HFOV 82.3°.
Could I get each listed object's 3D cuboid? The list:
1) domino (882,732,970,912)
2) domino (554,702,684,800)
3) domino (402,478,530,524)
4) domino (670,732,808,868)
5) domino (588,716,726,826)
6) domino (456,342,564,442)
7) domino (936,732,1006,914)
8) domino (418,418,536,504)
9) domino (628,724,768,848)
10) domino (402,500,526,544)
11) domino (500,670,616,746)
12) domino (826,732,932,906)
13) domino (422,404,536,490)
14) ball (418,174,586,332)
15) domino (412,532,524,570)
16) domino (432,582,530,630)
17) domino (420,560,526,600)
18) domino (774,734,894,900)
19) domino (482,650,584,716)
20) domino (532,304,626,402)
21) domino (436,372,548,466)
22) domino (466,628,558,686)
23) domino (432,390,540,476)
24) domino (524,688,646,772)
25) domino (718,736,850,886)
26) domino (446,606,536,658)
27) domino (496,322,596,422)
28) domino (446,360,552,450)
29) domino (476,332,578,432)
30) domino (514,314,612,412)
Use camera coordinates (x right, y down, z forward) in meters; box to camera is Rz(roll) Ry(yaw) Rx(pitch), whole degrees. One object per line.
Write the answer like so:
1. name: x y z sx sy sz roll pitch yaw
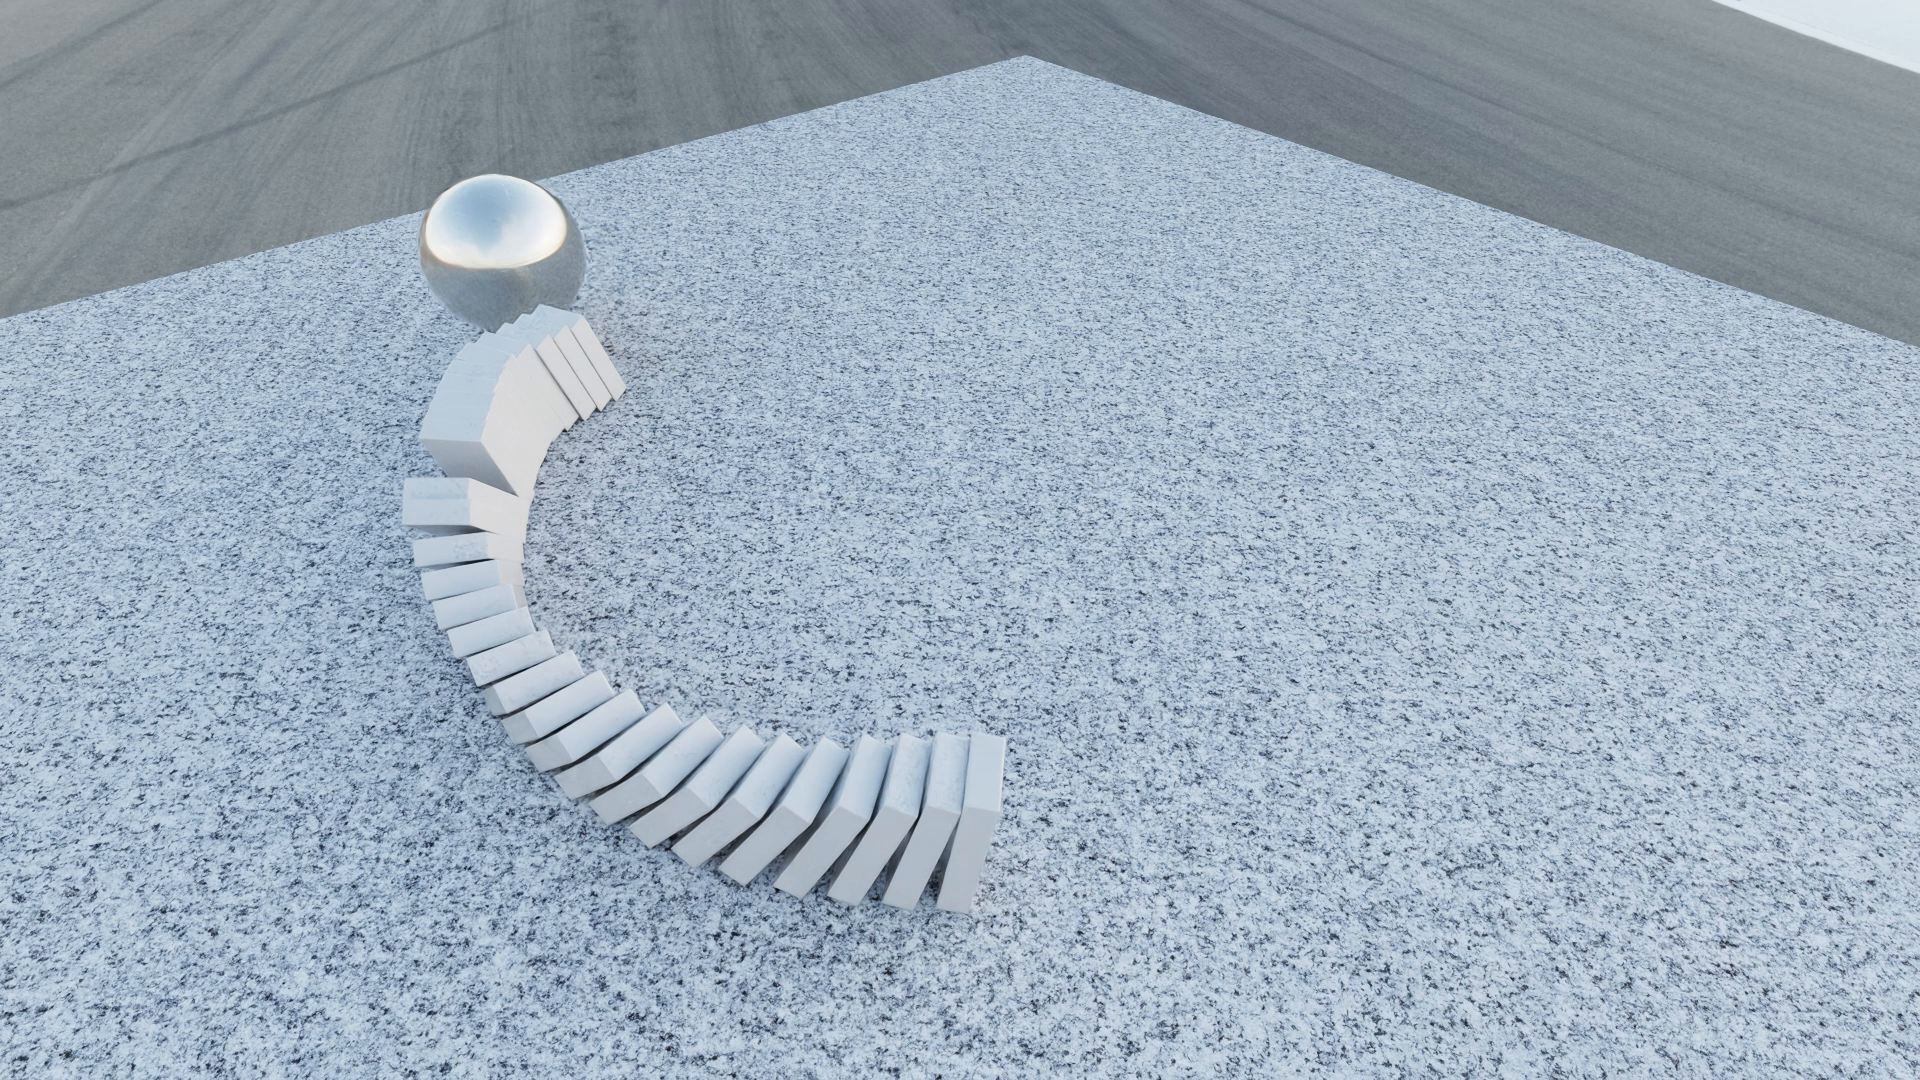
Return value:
1. domino: -0.010 0.080 0.313 0.009 0.050 0.025 16 39 -6
2. domino: -0.105 0.065 0.337 0.025 0.050 0.009 -39 96 -37
3. domino: -0.194 -0.015 0.434 0.025 0.050 0.009 0 82 4
4. domino: -0.065 0.077 0.321 0.009 0.050 0.025 42 45 -6
5. domino: -0.092 0.070 0.331 0.009 0.050 0.025 51 49 -6
6. domino: -0.200 -0.065 0.491 0.025 0.050 0.010 17 62 19
7. domino: 0.003 0.081 0.312 0.010 0.050 0.025 11 40 -2
8. domino: -0.196 -0.030 0.448 0.025 0.050 0.009 3 59 4
9. domino: -0.078 0.074 0.326 0.010 0.050 0.025 46 47 -6
10. domino: -0.190 -0.007 0.425 0.025 0.050 0.010 0 82 1
11. domino: -0.130 0.054 0.352 0.025 0.009 0.050 -30 4 -32
12. domino: -0.023 0.080 0.314 0.009 0.050 0.025 22 39 -8
13. domino: -0.198 -0.037 0.456 0.025 0.050 0.009 4 59 5
14. ball: -0.235 -0.147 0.567 0.080 0.080 0.080 0 39 0
15. domino: -0.183 0.005 0.413 0.025 0.010 0.050 -7 -2 -9
16. domino: -0.169 0.024 0.391 0.025 0.010 0.050 -15 1 -18
17. domino: -0.177 0.015 0.402 0.025 0.010 0.050 -11 0 -13
18. domino: -0.037 0.080 0.315 0.009 0.050 0.025 28 40 -9
19. domino: -0.141 0.047 0.361 0.025 0.009 0.050 -26 3 -29
20. domino: -0.179 -0.087 0.518 0.025 0.050 0.009 17 62 19
21. domino: -0.200 -0.051 0.473 0.025 0.050 0.009 8 59 10
22. domino: -0.151 0.040 0.370 0.025 0.009 0.050 -22 2 -25
23. domino: -0.199 -0.043 0.464 0.025 0.050 0.009 4 59 5
24. domino: -0.118 0.060 0.344 0.025 0.050 0.009 -34 95 -34
25. domino: -0.051 0.079 0.317 0.010 0.050 0.025 36 43 -6
26. domino: -0.161 0.032 0.380 0.025 0.010 0.050 -19 2 -21
27. domino: -0.190 -0.076 0.505 0.025 0.050 0.010 17 62 19
28. domino: -0.201 -0.057 0.481 0.025 0.050 0.009 9 59 11
29. domino: -0.196 -0.071 0.498 0.025 0.050 0.009 17 62 19
30. domino: -0.185 -0.082 0.511 0.025 0.050 0.009 17 62 19
